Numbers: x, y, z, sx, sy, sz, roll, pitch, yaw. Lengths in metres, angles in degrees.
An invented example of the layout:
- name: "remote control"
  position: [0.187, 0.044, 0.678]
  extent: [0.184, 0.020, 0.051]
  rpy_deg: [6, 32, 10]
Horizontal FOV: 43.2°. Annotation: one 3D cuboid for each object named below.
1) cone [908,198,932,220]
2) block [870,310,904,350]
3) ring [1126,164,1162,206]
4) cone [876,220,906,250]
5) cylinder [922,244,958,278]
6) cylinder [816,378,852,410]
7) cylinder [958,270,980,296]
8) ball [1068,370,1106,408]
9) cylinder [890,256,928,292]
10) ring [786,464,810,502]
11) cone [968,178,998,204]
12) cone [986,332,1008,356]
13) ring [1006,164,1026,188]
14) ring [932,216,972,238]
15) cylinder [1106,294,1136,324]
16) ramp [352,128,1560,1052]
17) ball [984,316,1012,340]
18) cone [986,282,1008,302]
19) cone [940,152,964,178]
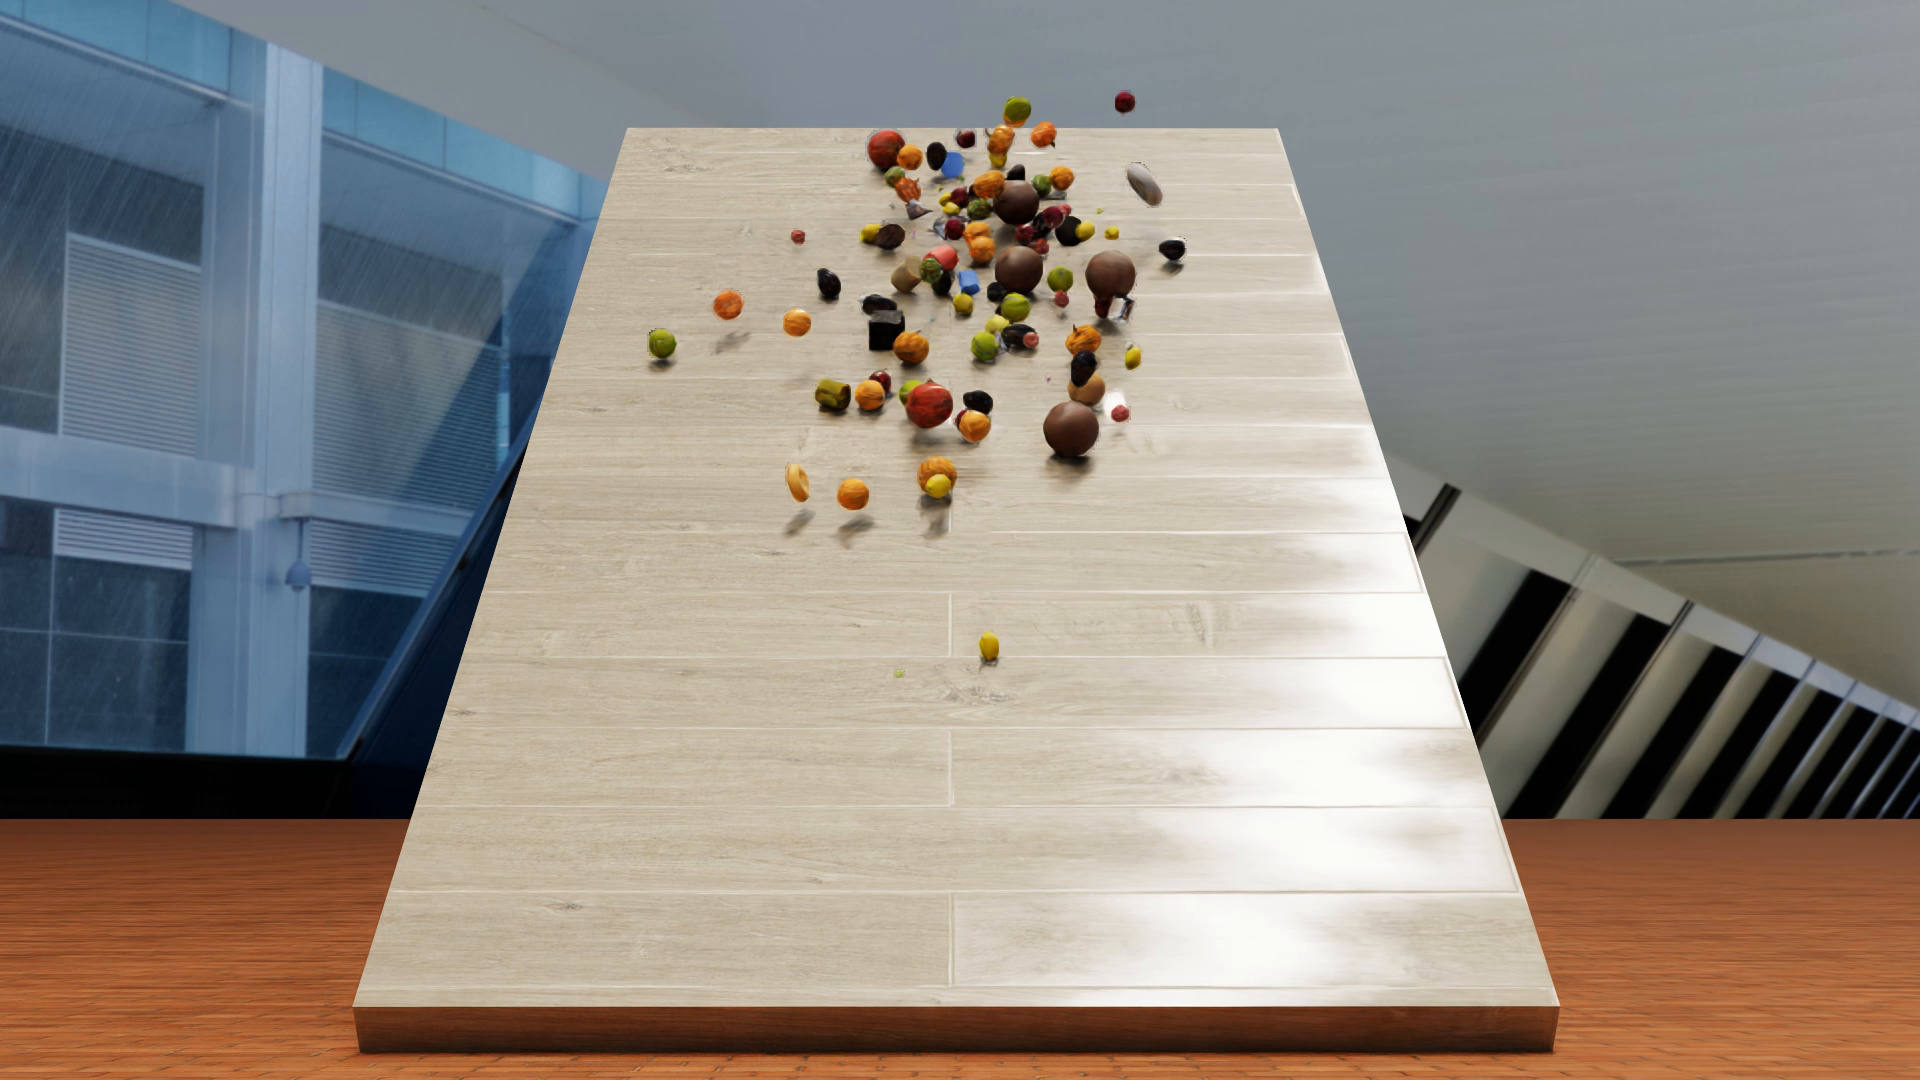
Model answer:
- name: "cone"
  position: [-0.103, -0.908, 6.669]
  extent: [0.064, 0.064, 0.064]
  rpy_deg: [6, -5, 15]
- name: "block"
  position: [-0.185, -0.532, 6.141]
  extent: [0.076, 0.076, 0.076]
  rpy_deg: [4, 31, 6]
- name: "ring"
  position: [0.510, -0.979, 6.697]
  extent: [0.044, 0.132, 0.132]
  rpy_deg: [-39, -5, -4]
- name: "cone"
  position: [-0.202, -0.856, 6.661]
  extent: [0.085, 0.085, 0.085]
  rpy_deg: [-11, -46, -11]
- name: "cylinder"
  position: [-0.053, -0.749, 6.516]
  extent: [0.069, 0.069, 0.069]
  rpy_deg: [-6, 19, 44]
- name: "cylinder"
  position: [-0.304, -0.351, 5.845]
  extent: [0.064, 0.064, 0.064]
  rpy_deg: [18, 2, 25]
- name: "cylinder"
  position: [0.024, -0.677, 6.388]
  extent: [0.051, 0.051, 0.051]
  rpy_deg: [-11, -28, -6]
- name: "ball"
  position: [0.305, -0.365, 5.849]
  extent: [0.091, 0.091, 0.091]
  rpy_deg: [0, -6, 0]
- name: "cylinder"
  position: [-0.135, -0.701, 6.402]
  extent: [0.072, 0.072, 0.072]
  rpy_deg: [5, -28, -38]
- name: "ring"
  position: [-0.359, -0.127, 5.385]
  extent: [0.029, 0.088, 0.088]
  rpy_deg: [-15, -10, 13]
- name: "cone"
  position: [0.079, -0.970, 6.855]
  extent: [0.082, 0.082, 0.082]
  rpy_deg: [41, 17, 29]
- name: "cone"
  position: [0.095, -0.502, 6.112]
  extent: [0.057, 0.057, 0.057]
  rpy_deg: [0, 31, 0]
- name: "ring"
  position: [0.159, -1.034, 6.905]
  extent: [0.025, 0.075, 0.075]
  rpy_deg: [35, 10, 25]
- name: "ring"
  position: [-0.021, -0.872, 6.756]
  extent: [0.113, 0.038, 0.113]
  rpy_deg: [-1, 30, 0]
- name: "cylinder"
  position: [0.399, -0.572, 6.021]
  extent: [0.056, 0.056, 0.056]
  rpy_deg: [19, -8, 3]
- name: "ramp"
  position: [-0.014, -0.204, 5.762]
  extent: [2.000, 0.100, 4.000]
  rpy_deg: [0, 31, 0]
- name: "ball"
  position: [0.096, -0.538, 6.162]
  extent: [0.067, 0.067, 0.067]
  rpy_deg: [0, -6, 0]
- name: "cone"
  position: [0.108, -0.652, 6.389]
  extent: [0.054, 0.054, 0.054]
  rpy_deg: [-6, -5, 44]
- name: "cone"
  position: [-0.009, -1.101, 7.145]
  extent: [0.078, 0.078, 0.078]
  rpy_deg: [-3, 1, 22]
